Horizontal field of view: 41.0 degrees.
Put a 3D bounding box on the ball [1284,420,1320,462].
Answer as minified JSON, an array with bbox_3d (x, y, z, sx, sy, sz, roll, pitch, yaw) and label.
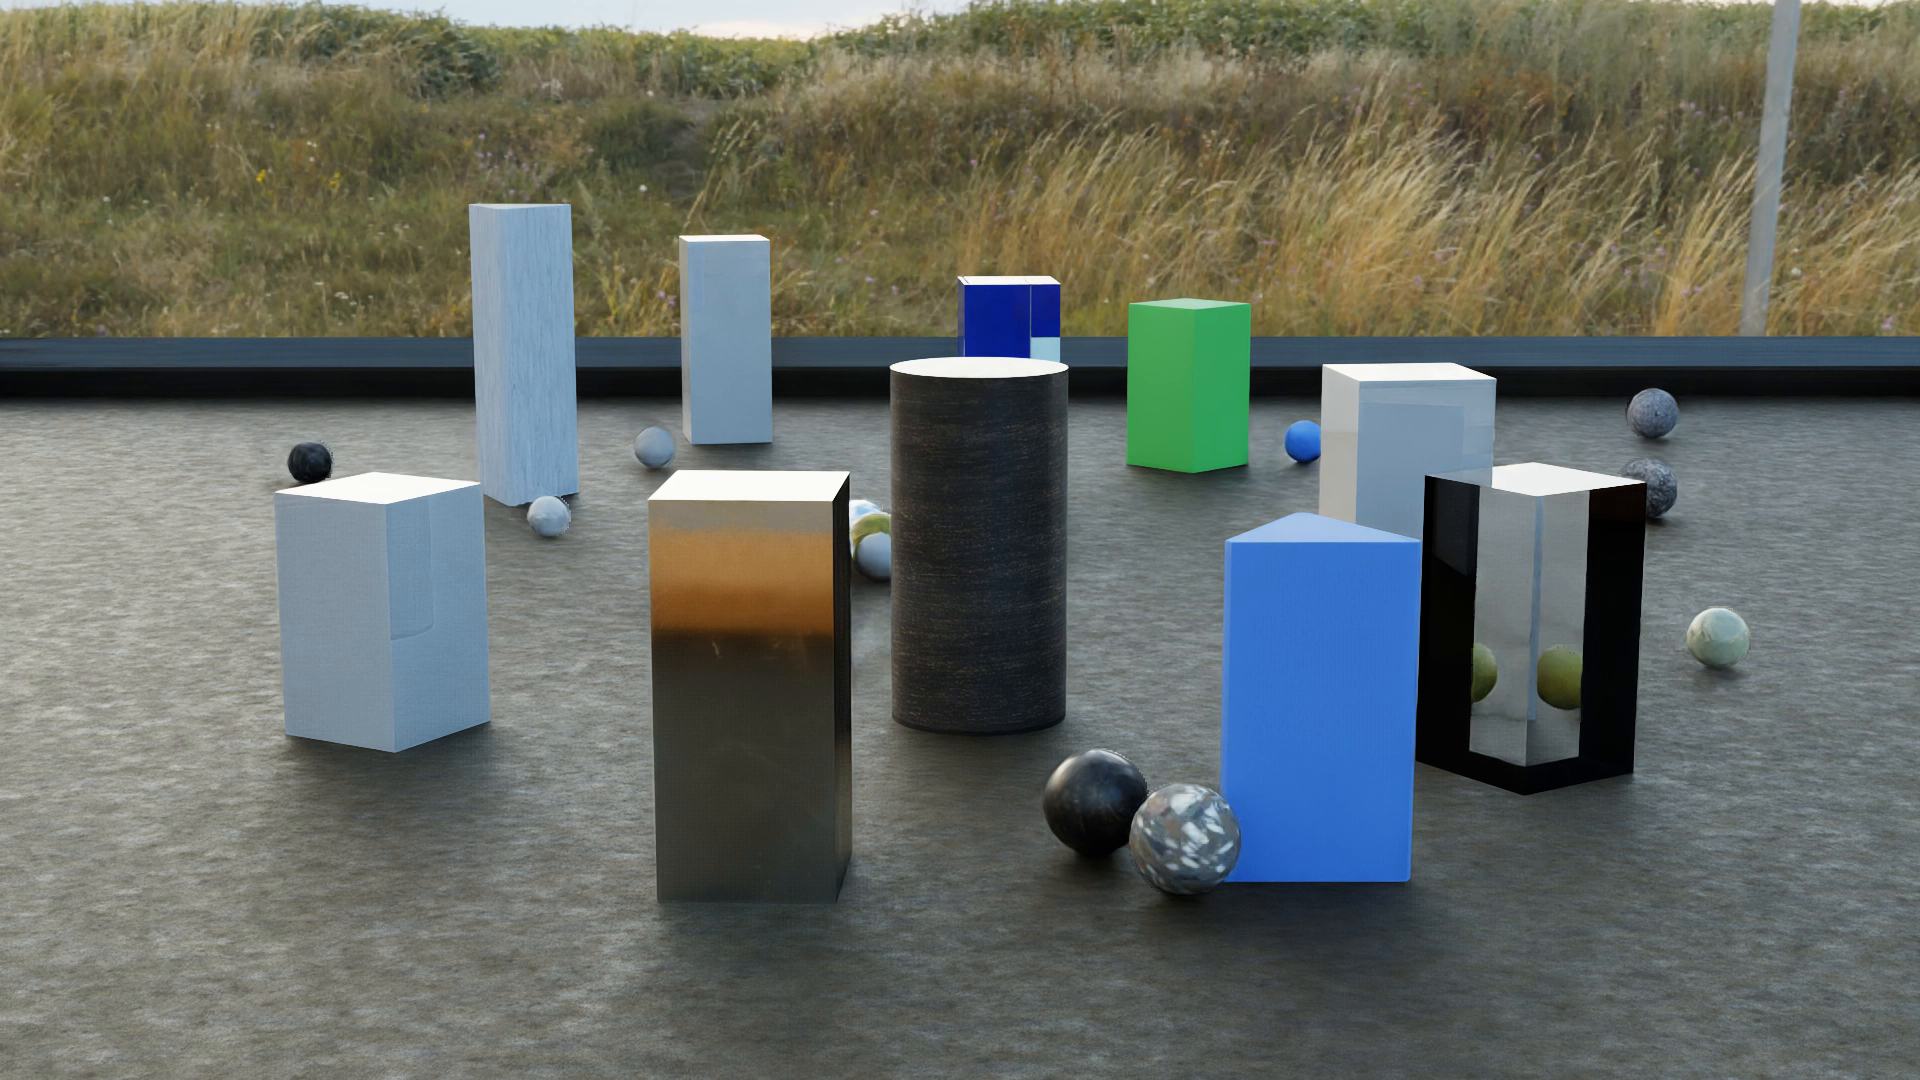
[{"bbox_3d":[0.640,-0.183,4.759,0.078,0.078,0.078,0,10,0],"label":"ball"}]

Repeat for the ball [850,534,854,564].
[{"bbox_3d":[-0.200,0.012,3.650,0.099,0.099,0.099,0,10,0],"label":"ball"}]

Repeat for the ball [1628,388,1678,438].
[{"bbox_3d":[1.371,-0.251,5.074,0.098,0.098,0.098,0,10,0],"label":"ball"}]

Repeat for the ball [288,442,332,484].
[{"bbox_3d":[-1.143,-0.136,4.513,0.076,0.076,0.076,0,10,0],"label":"ball"}]

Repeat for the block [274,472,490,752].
[{"bbox_3d":[-0.636,0.076,2.835,0.158,0.271,0.158,6,12,29],"label":"block"}]

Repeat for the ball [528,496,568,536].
[{"bbox_3d":[-0.645,-0.038,4.017,0.063,0.063,0.063,0,10,0],"label":"ball"}]

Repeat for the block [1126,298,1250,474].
[{"bbox_3d":[0.420,-0.287,4.721,0.158,0.296,0.158,-10,15,-44],"label":"block"}]

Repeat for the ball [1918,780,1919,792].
[{"bbox_3d":[0.966,0.237,2.458,0.090,0.090,0.090,0,10,0],"label":"ball"}]

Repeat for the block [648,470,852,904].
[{"bbox_3d":[-0.184,0.128,2.304,0.158,0.360,0.158,1,10,3],"label":"block"}]

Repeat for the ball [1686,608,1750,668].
[{"bbox_3d":[0.927,0.120,3.136,0.074,0.074,0.074,0,10,0],"label":"ball"}]

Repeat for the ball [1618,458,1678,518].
[{"bbox_3d":[1.117,-0.084,4.173,0.097,0.097,0.097,0,10,0],"label":"ball"}]

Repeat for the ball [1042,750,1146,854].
[{"bbox_3d":[0.126,0.245,2.397,0.097,0.097,0.097,0,10,0],"label":"ball"}]

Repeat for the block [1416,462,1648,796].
[{"bbox_3d":[0.593,0.088,2.671,0.158,0.307,0.158,-7,12,-33],"label":"block"}]

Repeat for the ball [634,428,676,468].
[{"bbox_3d":[-0.559,-0.170,4.698,0.075,0.075,0.075,0,10,0],"label":"ball"}]

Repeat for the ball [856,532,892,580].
[{"bbox_3d":[-0.115,0.024,3.668,0.069,0.069,0.069,0,10,0],"label":"ball"}]

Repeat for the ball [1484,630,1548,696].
[{"bbox_3d":[0.640,0.142,2.964,0.075,0.075,0.075,0,10,0],"label":"ball"}]

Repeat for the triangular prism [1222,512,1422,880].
[{"bbox_3d":[0.321,0.141,2.367,0.172,0.312,0.149,0,10,0],"label":"triangular prism"}]

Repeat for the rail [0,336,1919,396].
[{"bbox_3d":[-0.013,-0.384,5.700,4.444,0.129,0.045,0,10,0],"label":"rail"}]

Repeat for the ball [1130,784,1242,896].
[{"bbox_3d":[0.200,0.266,2.279,0.099,0.099,0.099,0,10,0],"label":"ball"}]

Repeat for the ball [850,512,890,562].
[{"bbox_3d":[-0.122,0.001,3.742,0.087,0.087,0.087,0,10,0],"label":"ball"}]

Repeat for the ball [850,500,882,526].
[{"bbox_3d":[-0.150,-0.016,3.835,0.087,0.087,0.087,0,10,0],"label":"ball"}]

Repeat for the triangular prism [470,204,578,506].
[{"bbox_3d":[-0.769,-0.321,4.363,0.149,0.494,0.172,7,12,32],"label":"triangular prism"}]

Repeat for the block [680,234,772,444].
[{"bbox_3d":[-0.461,-0.396,5.047,0.158,0.393,0.158,-2,11,-12],"label":"block"}]

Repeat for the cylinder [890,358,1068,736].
[{"bbox_3d":[0.021,0.003,2.880,0.198,0.397,0.198,0,10,0],"label":"cylinder"}]

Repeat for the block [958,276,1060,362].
[{"bbox_3d":[0.081,-0.253,4.336,0.158,0.371,0.158,-1,11,-4],"label":"block"}]

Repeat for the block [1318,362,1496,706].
[{"bbox_3d":[0.516,-0.008,2.993,0.158,0.378,0.158,-1,11,-7],"label":"block"}]
